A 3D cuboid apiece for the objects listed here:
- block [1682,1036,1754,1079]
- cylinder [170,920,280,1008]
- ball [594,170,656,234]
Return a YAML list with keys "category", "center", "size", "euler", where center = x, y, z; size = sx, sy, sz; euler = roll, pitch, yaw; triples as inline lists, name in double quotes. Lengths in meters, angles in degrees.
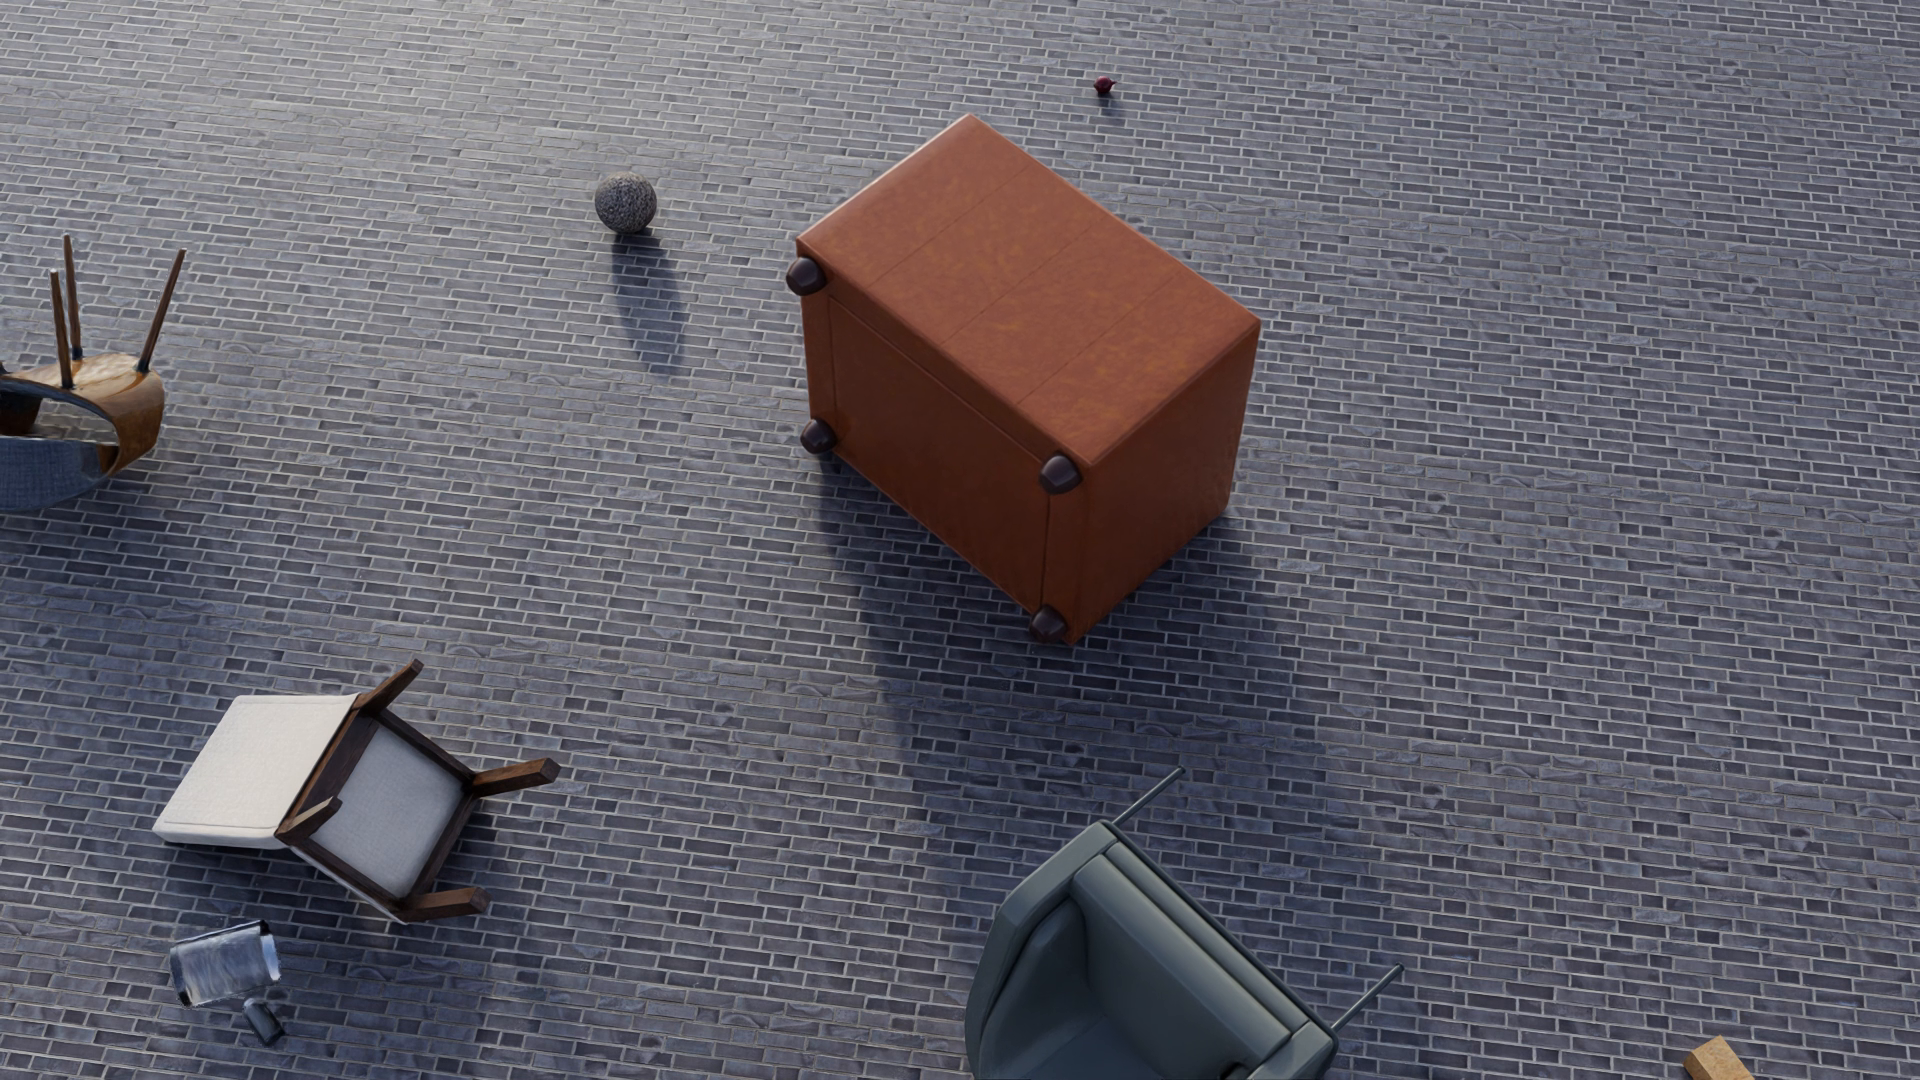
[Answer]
- category: "block"
  center: [1.934, 1.356, 5.611]
  size: [0.093, 0.088, 0.134]
  euler: [-24, 60, -15]
- category: "cylinder"
  center: [-1.914, 1.102, 5.728]
  size: [0.230, 0.178, 0.169]
  euler: [-14, 34, -9]
- category: "ball"
  center: [-1.093, -1.105, 7.194]
  size: [0.202, 0.202, 0.202]
  euler: [0, 56, 0]
